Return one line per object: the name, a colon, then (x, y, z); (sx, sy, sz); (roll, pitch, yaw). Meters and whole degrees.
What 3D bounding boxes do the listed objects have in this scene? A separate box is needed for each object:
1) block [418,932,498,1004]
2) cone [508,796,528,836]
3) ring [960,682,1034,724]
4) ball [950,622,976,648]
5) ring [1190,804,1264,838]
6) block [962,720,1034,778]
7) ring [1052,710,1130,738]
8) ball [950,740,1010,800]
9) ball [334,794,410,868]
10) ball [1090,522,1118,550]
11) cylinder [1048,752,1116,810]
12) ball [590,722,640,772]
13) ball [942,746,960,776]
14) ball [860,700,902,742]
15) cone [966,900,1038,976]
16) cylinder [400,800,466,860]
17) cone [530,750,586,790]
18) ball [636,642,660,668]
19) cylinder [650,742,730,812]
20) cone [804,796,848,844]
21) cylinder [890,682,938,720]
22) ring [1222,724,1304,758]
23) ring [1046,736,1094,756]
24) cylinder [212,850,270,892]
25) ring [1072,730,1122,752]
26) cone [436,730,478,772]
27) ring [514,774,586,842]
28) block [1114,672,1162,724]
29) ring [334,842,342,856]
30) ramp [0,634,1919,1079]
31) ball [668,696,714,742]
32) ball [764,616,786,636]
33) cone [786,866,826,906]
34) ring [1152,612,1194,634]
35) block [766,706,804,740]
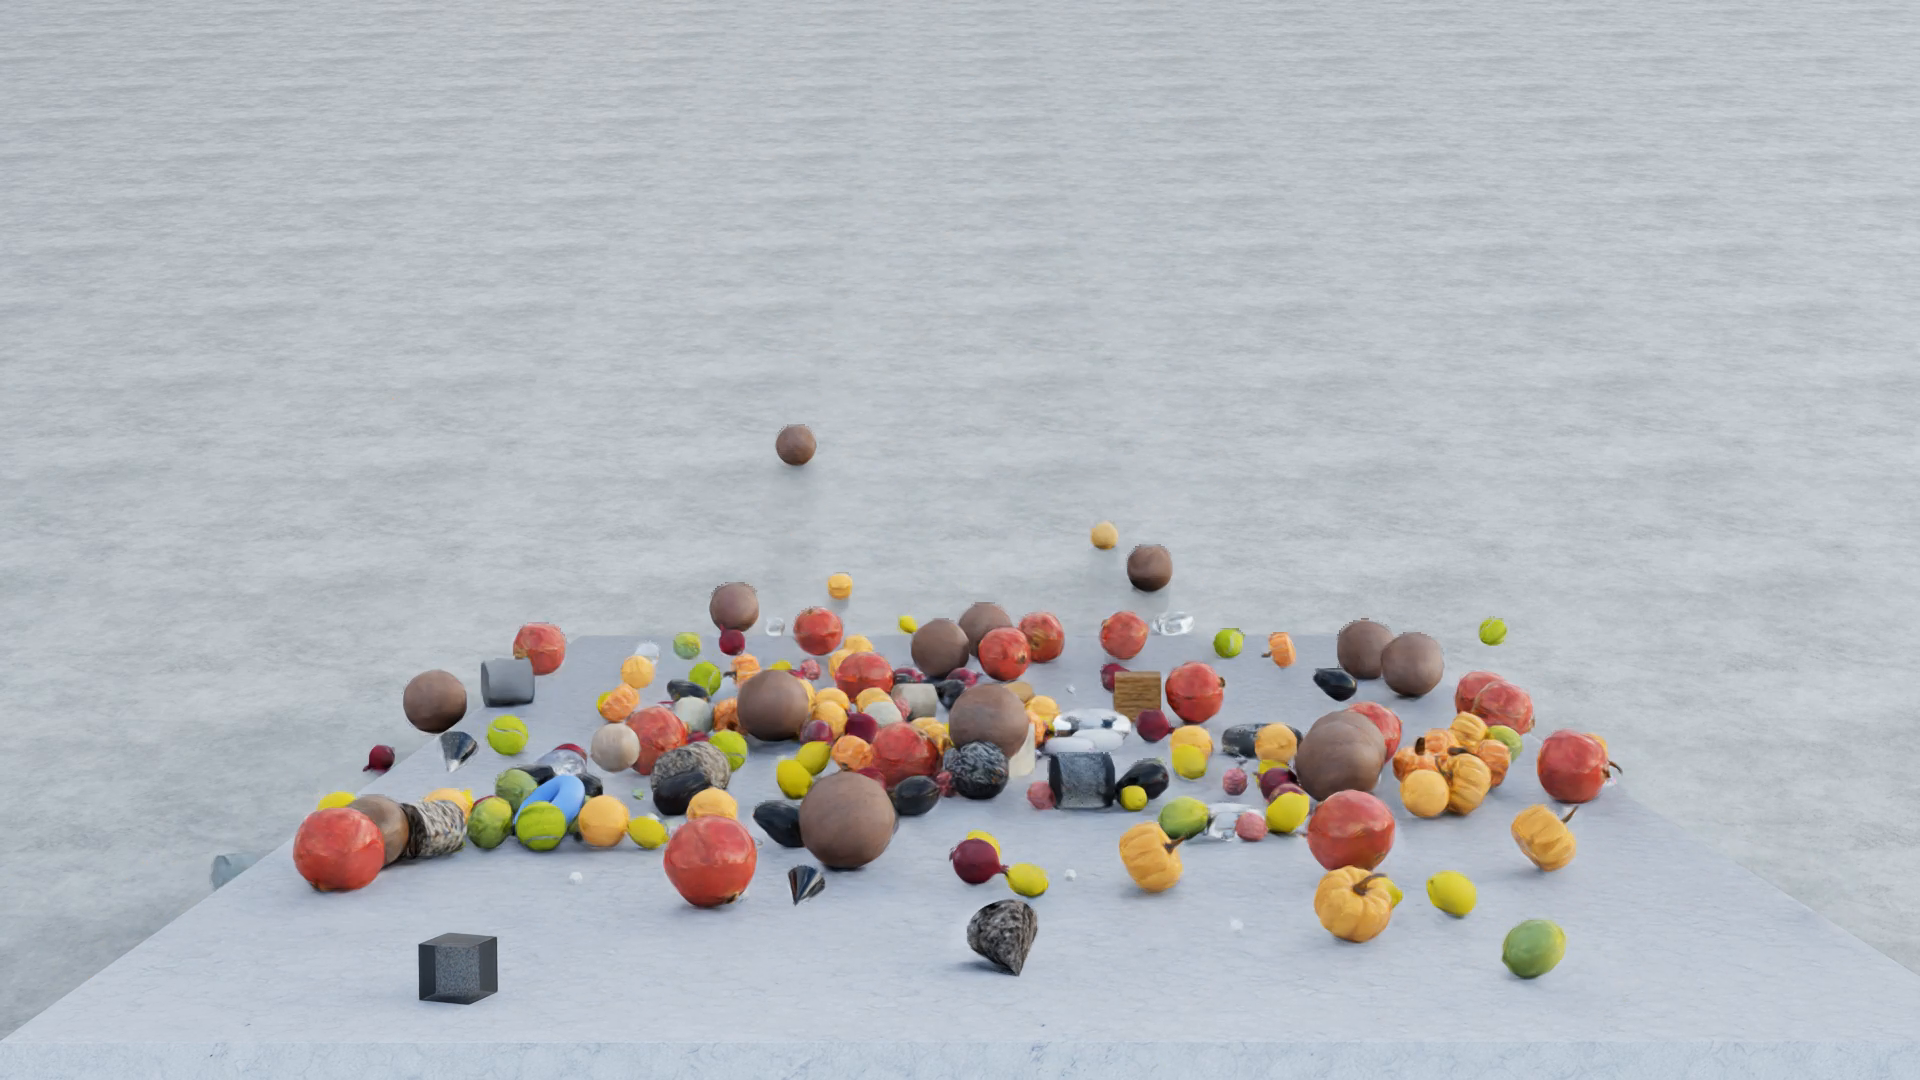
block: (-0.532, 0.454, 2.721); (0.060, 0.060, 0.060); (1, 4, 19)
cone: (-0.623, 0.395, 3.696); (0.053, 0.053, 0.053); (0, 4, 0)
ring: (0.069, 0.309, 4.745); (0.146, 0.049, 0.146); (-24, -14, -6)
ball: (0.008, 0.230, 6.211); (0.062, 0.062, 0.062); (0, 20, 0)
ring: (0.385, 0.404, 3.698); (0.108, 0.036, 0.108); (-1, 4, 0)
block: (0.064, 0.345, 4.237); (0.084, 0.084, 0.084); (3, 5, 37)
ring: (0.238, 0.338, 4.644); (0.143, 0.048, 0.143); (-1, 5, 0)
ball: (0.030, 0.357, 3.975); (0.093, 0.093, 0.093); (0, 20, 0)
ball: (-0.786, 0.390, 3.434); (0.097, 0.097, 0.097); (0, 20, 0)
ball: (0.416, -0.012, 7.396); (0.081, 0.081, 0.081); (0, 20, 0)
cylinder: (0.185, 0.366, 3.904); (0.083, 0.083, 0.083); (-1, 20, -13)
ball: (-0.538, 0.324, 4.005); (0.078, 0.078, 0.078); (0, 20, 0)
ball: (-0.005, 0.364, 4.206); (0.050, 0.050, 0.050); (0, 20, 0)
ball: (-0.141, 0.326, 4.607); (0.076, 0.076, 0.076); (0, 20, 0)
cone: (0.056, 0.457, 2.844); (0.083, 0.083, 0.083); (-4, 31, -12)
cylinder: (-0.727, 0.394, 3.499); (0.075, 0.075, 0.075); (13, 7, 33)
cone: (-0.608, 0.385, 3.954); (0.090, 0.090, 0.090); (-8, 33, -21)
ball: (-0.706, 0.260, 5.805); (0.056, 0.056, 0.056); (0, 20, 0)
cylinder: (-0.411, 0.360, 3.921); (0.094, 0.094, 0.094); (6, 5, 15)
cone: (-0.183, 0.410, 3.641); (0.066, 0.066, 0.066); (-5, 31, -13)
cylinder: (-0.089, 0.309, 4.916); (0.069, 0.069, 0.069); (-2, 19, -26)
ring: (0.526, 0.349, 4.464); (0.143, 0.048, 0.143); (-1, 4, 0)
ring: (0.190, 0.359, 4.451); (0.086, 0.029, 0.086); (1, 2, 0)
cylinder: (-1.149, 0.541, 4.127); (0.078, 0.078, 0.078); (-2, 16, -41)
ring: (0.241, 0.353, 4.526); (0.093, 0.031, 0.093); (0, 5, 0)
cone: (-0.845, 0.369, 4.283); (0.072, 0.072, 0.072); (0, 30, 0)
ring: (-0.582, 0.381, 3.644); (0.116, 0.039, 0.116); (-31, 24, 16)
block: (0.338, 0.300, 4.895); (0.090, 0.090, 0.090); (0, 4, 3)
ring: (-0.806, 0.416, 3.526); (0.103, 0.034, 0.103); (1, 5, 0)
ramp: (0.046, 0.418, 4.535); (2.000, 0.100, 4.000); (0, 4, 0)
ball: (-0.485, 0.322, 4.625); (0.081, 0.081, 0.081); (0, 20, 0)
ball: (-0.468, 0.217, 6.496); (0.053, 0.053, 0.053); (0, 20, 0)
cone: (-0.199, 0.442, 3.202); (0.050, 0.050, 0.050); (4, 31, 12)
ring: (0.567, 0.220, 6.815); (0.111, 0.037, 0.111); (-3, 20, 1)
block: (-0.318, 0.334, 4.670); (0.052, 0.052, 0.052); (-2, 4, -26)
